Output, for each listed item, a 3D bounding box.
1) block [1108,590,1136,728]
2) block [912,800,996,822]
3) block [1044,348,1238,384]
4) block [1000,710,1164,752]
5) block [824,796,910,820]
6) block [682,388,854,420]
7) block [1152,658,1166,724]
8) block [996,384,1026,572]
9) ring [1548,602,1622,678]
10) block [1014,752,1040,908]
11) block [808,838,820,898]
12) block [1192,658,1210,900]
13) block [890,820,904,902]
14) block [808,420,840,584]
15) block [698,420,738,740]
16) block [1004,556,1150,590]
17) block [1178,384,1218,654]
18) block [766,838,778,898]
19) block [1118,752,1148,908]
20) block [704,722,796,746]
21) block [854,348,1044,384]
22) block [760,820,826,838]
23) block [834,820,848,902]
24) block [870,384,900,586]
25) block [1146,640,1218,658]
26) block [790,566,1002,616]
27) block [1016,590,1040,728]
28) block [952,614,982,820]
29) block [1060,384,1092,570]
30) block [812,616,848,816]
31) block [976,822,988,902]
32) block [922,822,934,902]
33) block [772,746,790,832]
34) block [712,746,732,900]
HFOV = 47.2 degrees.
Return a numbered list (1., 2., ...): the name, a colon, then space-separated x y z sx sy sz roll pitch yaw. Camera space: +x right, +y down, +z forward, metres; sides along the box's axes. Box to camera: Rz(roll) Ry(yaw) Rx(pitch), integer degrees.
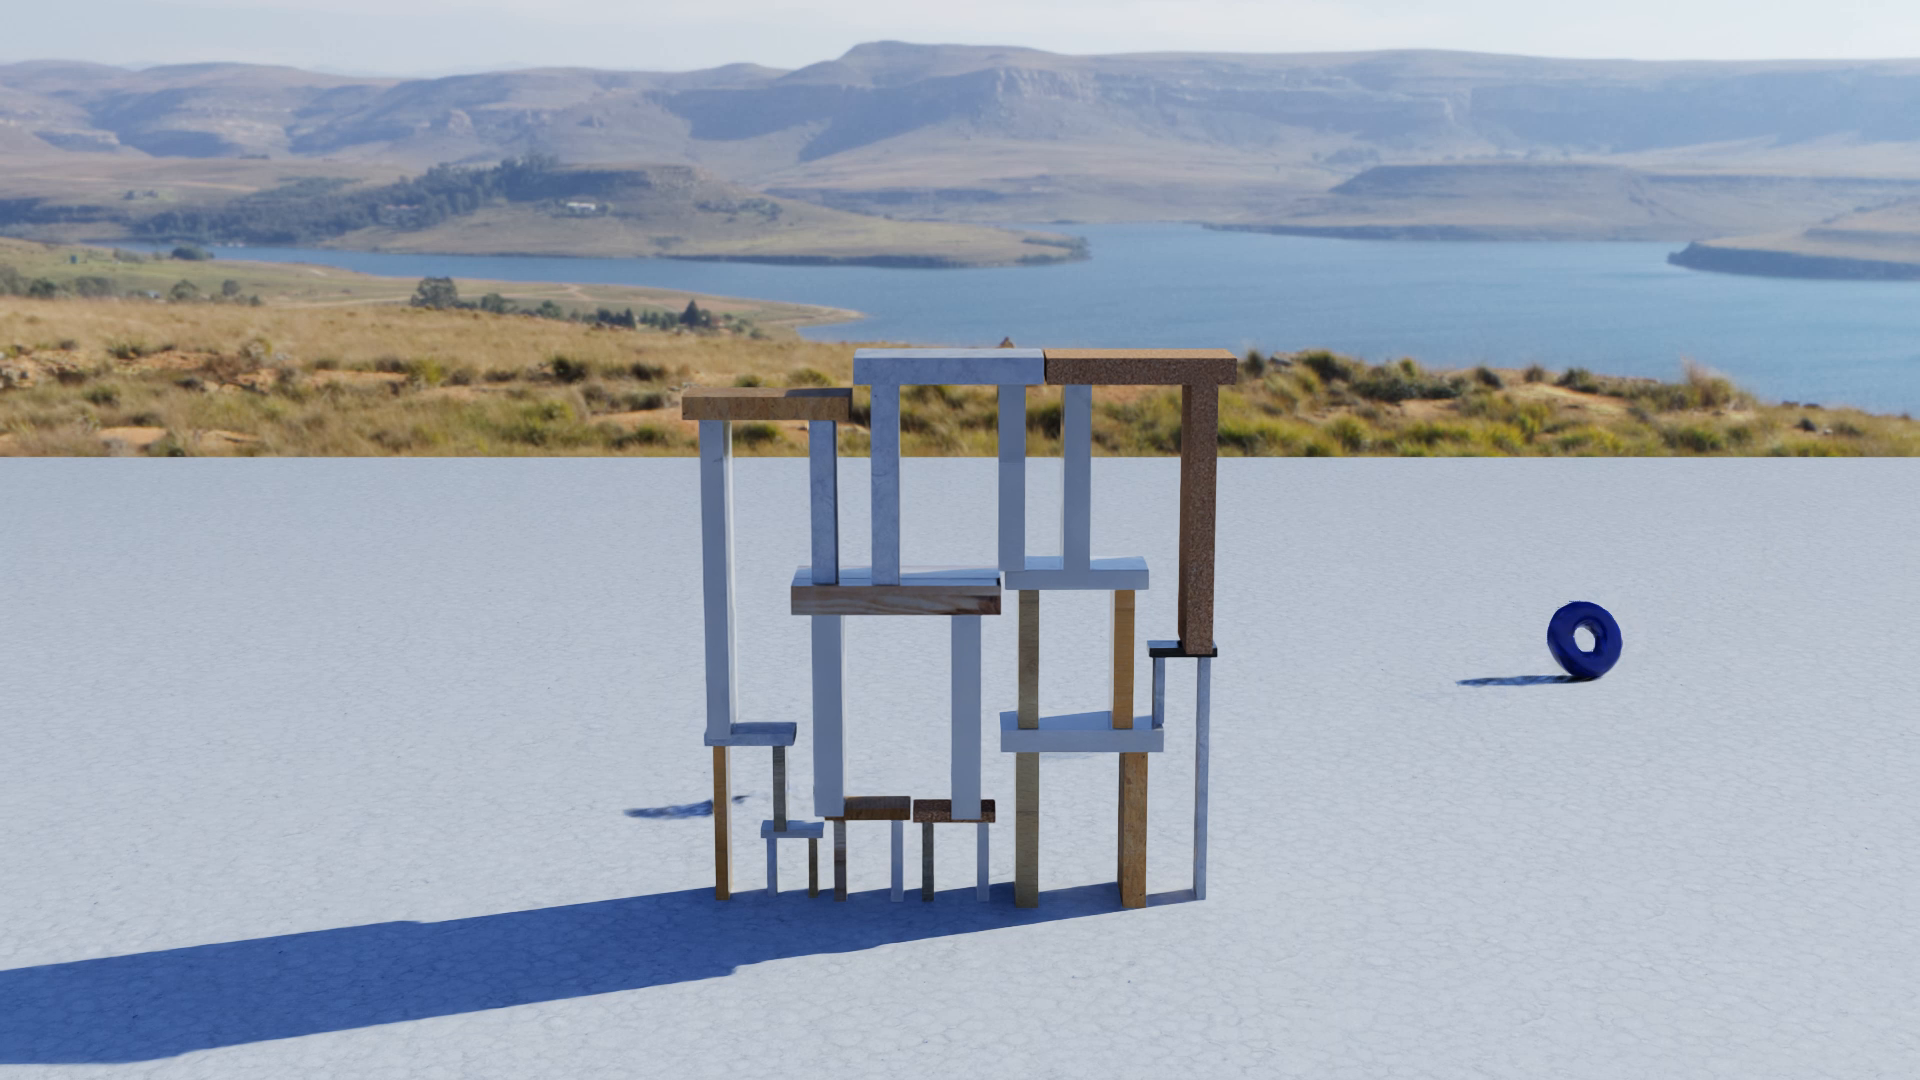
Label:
1. block: 0.263 0.182 3.590 0.033 0.229 0.115 0 11 0
2. block: -0.009 0.448 3.636 0.136 0.019 0.068 0 11 0
3. block: 0.285 -0.277 3.513 0.297 0.042 0.149 0 11 0
4. block: 0.197 0.313 3.614 0.264 0.037 0.132 0 11 0
5. block: -0.152 0.443 3.635 0.140 0.020 0.070 0 11 0
6. block: -0.305 -0.218 3.519 0.262 0.037 0.131 0 11 1
7. block: 0.325 0.240 3.603 0.016 0.111 0.055 0 11 0
8. block: 0.082 -0.110 3.540 0.042 0.298 0.149 0 11 0
9. ring: 1.458 0.233 5.132 0.184 0.184 0.061 -3 -15 -14
10. block: 0.109 0.461 3.642 0.037 0.264 0.132 0 11 0
11. block: -0.243 0.538 3.664 0.015 0.103 0.052 0 11 0
12. block: 0.399 0.388 3.630 0.016 0.412 0.055 0 11 0
13. block: -0.104 0.522 3.652 0.020 0.140 0.070 0 11 0
14. block: -0.218 -0.071 3.545 0.037 0.262 0.131 0 11 0
15. block: -0.391 0.055 3.572 0.037 0.519 0.131 0 11 0
16. block: 0.187 0.053 3.566 0.230 0.033 0.115 0 11 0
17. block: 0.384 -0.044 3.556 0.042 0.433 0.148 0 11 0
18. block: -0.312 0.538 3.664 0.015 0.103 0.052 0 11 0
19. block: 0.285 0.461 3.642 0.037 0.264 0.132 0 11 0
20. block: -0.344 0.319 3.622 0.146 0.021 0.073 0 11 0
21. block: -0.019 -0.277 3.507 0.298 0.042 0.149 0 11 -1
22. block: -0.278 0.480 3.653 0.103 0.015 0.052 0 11 0
23. block: -0.197 0.522 3.652 0.020 0.140 0.070 0 11 0
24. block: -0.119 -0.099 3.538 0.042 0.319 0.149 0 11 0
25. block: 0.362 0.178 3.591 0.111 0.016 0.055 0 11 0
26. block: -0.102 0.081 3.574 0.334 0.047 0.167 0 11 0
27. block: 0.110 0.182 3.590 0.033 0.230 0.115 0 11 0
28. block: 0.009 0.271 3.610 0.047 0.339 0.167 0 11 0
29. block: 0.186 -0.111 3.544 0.042 0.297 0.149 0 11 0
30. block: -0.213 0.268 3.608 0.047 0.334 0.167 0 11 0
31. block: 0.038 0.524 3.653 0.019 0.136 0.068 0 11 0
32. block: -0.053 0.524 3.653 0.019 0.136 0.068 0 11 0
33. block: -0.296 0.401 3.638 0.021 0.146 0.073 0 11 0
34. block: -0.393 0.460 3.648 0.021 0.264 0.073 0 11 0
